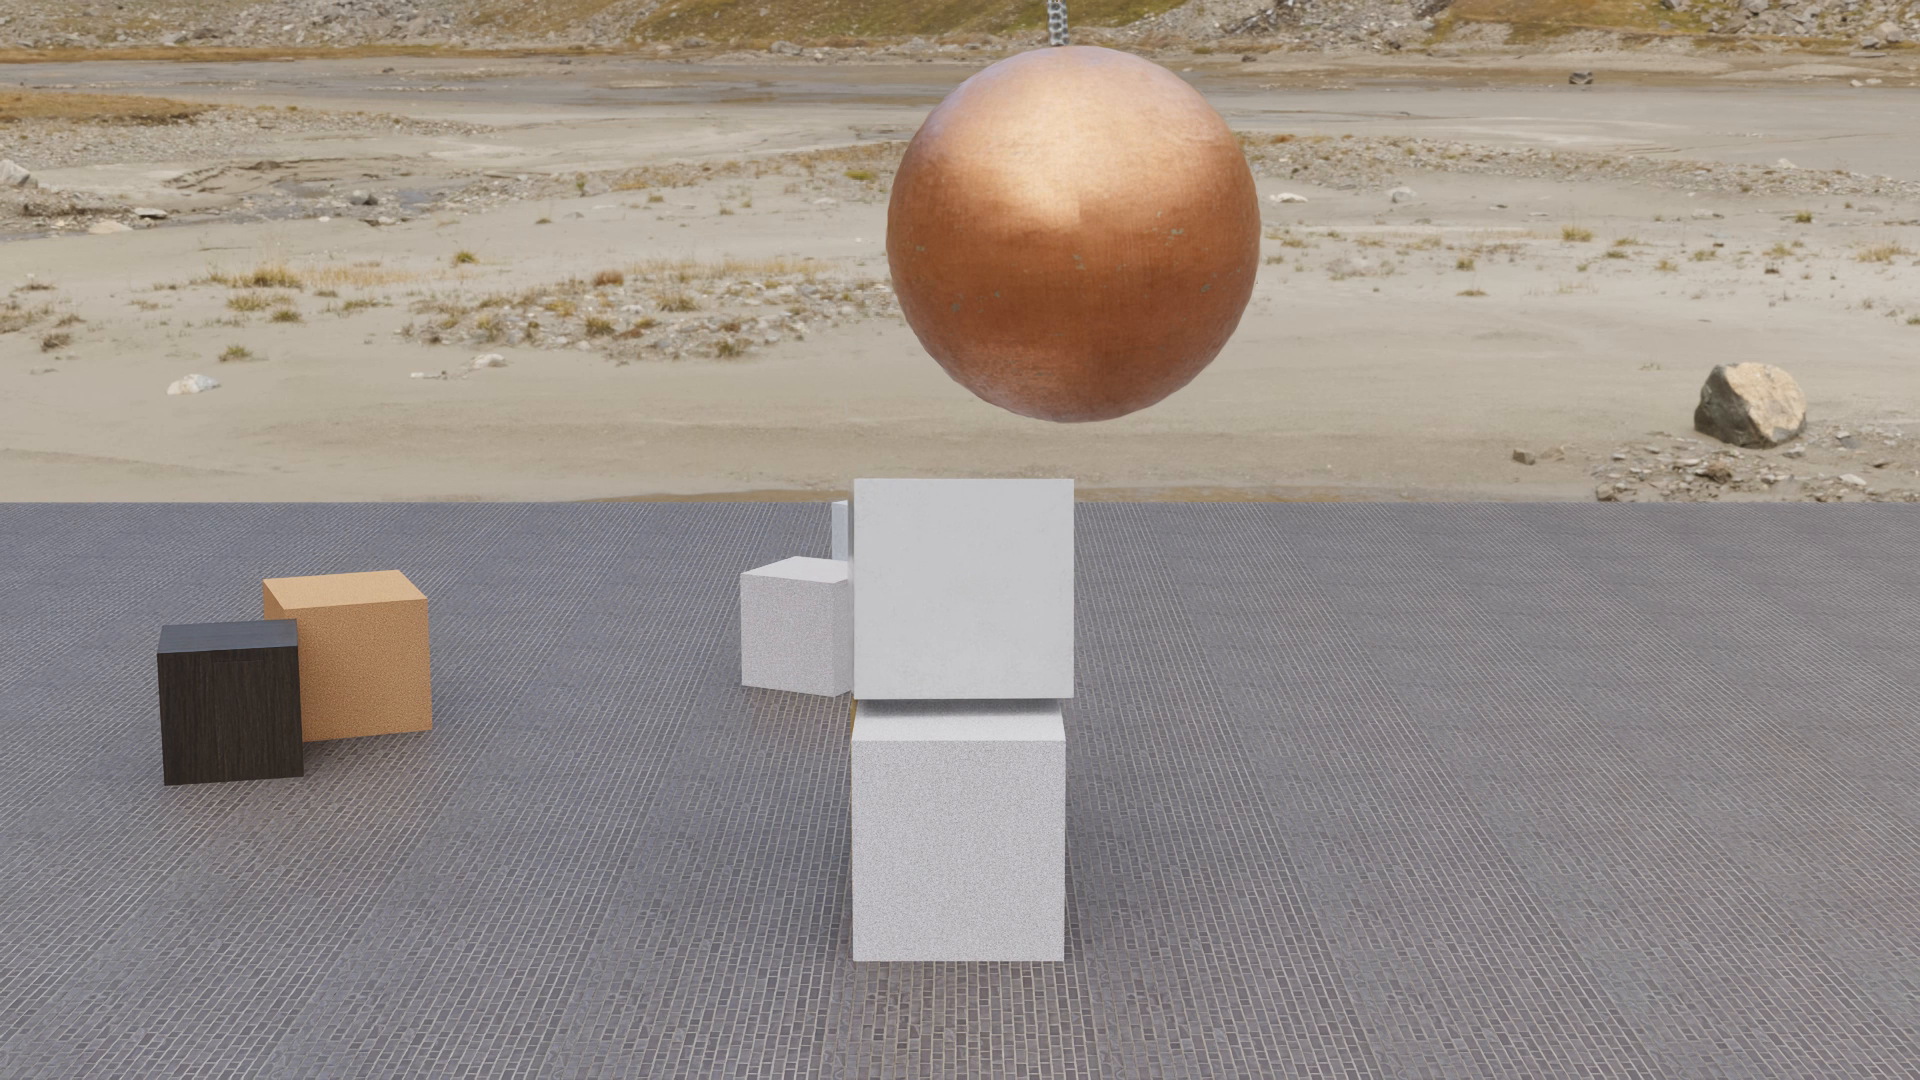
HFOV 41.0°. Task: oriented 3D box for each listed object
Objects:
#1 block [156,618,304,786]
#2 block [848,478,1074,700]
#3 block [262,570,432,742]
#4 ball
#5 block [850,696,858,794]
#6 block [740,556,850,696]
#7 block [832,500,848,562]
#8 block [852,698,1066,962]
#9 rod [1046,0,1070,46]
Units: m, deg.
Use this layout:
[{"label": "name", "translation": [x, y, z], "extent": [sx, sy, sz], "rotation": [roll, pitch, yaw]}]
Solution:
[{"label": "block", "translation": [-3.732, 0.821, 13.156], "extent": [0.676, 0.679, 0.676], "rotation": [-3, 11, -14]}, {"label": "block", "translation": [-0.016, 0.192, 10.938], "extent": [0.897, 0.896, 0.965], "rotation": [0, 1, -4]}, {"label": "block", "translation": [-3.374, 0.624, 14.104], "extent": [0.753, 0.726, 0.881], "rotation": [-4, 11, -22]}, {"label": "ball", "translation": [0.483, -1.298, 10.944], "extent": [1.600, 1.600, 1.600], "rotation": [0, 10, 0]}, {"label": "block", "translation": [-0.023, 1.058, 11.429], "extent": [0.896, 0.829, 0.775], "rotation": [0, 10, 0]}, {"label": "block", "translation": [-0.850, 0.496, 14.989], "extent": [0.622, 0.661, 0.613], "rotation": [5, 12, 27]}, {"label": "block", "translation": [-0.422, 0.027, 17.795], "extent": [0.675, 0.580, 0.641], "rotation": [10, 14, 43]}, {"label": "block", "translation": [-0.005, 1.164, 10.617], "extent": [0.846, 0.911, 0.848], "rotation": [0, 10, 0]}, {"label": "rod", "translation": [0.209, -4.633, 10.338], "extent": [0.080, 5.200, 0.080], "rotation": [-5, 10, 1]}]
